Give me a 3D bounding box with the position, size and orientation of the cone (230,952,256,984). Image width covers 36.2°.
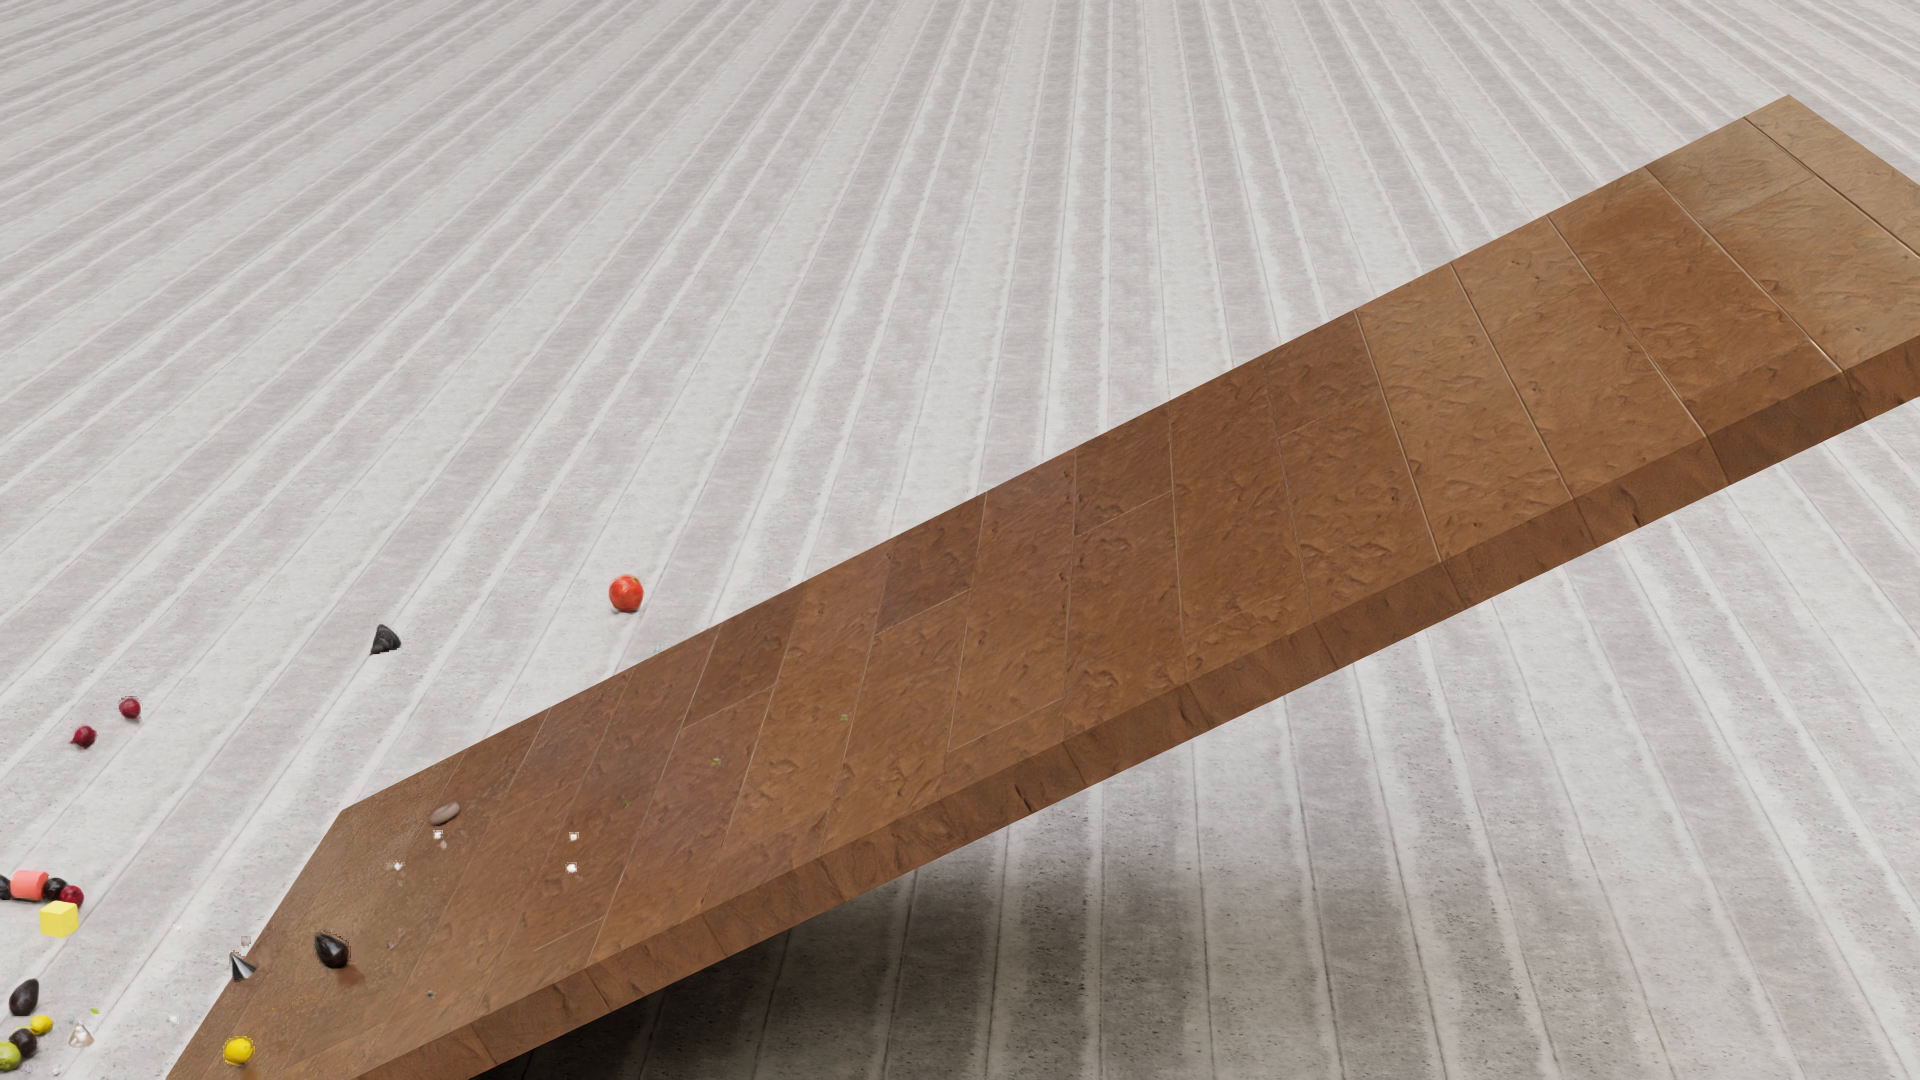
[{"bbox_3d":[-1.621,0.952,6.602,0.061,0.061,0.061,-27,14,7],"label":"cone"}]

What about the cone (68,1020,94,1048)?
[{"bbox_3d":[-1.954,1.089,6.529,0.057,0.057,0.057,0,17,0],"label":"cone"}]

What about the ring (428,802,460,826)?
[{"bbox_3d":[-1.221,0.650,6.965,0.081,0.027,0.081,-28,14,8],"label":"ring"}]

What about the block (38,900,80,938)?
[{"bbox_3d":[-2.170,0.914,7.083,0.063,0.063,0.063,6,18,19],"label":"block"}]

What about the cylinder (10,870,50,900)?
[{"bbox_3d":[-2.296,0.854,7.265,0.069,0.069,0.069,3,18,11],"label":"cylinder"}]

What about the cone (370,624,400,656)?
[{"bbox_3d":[-1.780,0.325,9.015,0.092,0.092,0.092,12,48,35],"label":"cone"}]

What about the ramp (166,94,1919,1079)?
[{"bbox_3d":[0.141,0.167,6.281,4.000,0.100,2.000,-26,14,11],"label":"ramp"}]
